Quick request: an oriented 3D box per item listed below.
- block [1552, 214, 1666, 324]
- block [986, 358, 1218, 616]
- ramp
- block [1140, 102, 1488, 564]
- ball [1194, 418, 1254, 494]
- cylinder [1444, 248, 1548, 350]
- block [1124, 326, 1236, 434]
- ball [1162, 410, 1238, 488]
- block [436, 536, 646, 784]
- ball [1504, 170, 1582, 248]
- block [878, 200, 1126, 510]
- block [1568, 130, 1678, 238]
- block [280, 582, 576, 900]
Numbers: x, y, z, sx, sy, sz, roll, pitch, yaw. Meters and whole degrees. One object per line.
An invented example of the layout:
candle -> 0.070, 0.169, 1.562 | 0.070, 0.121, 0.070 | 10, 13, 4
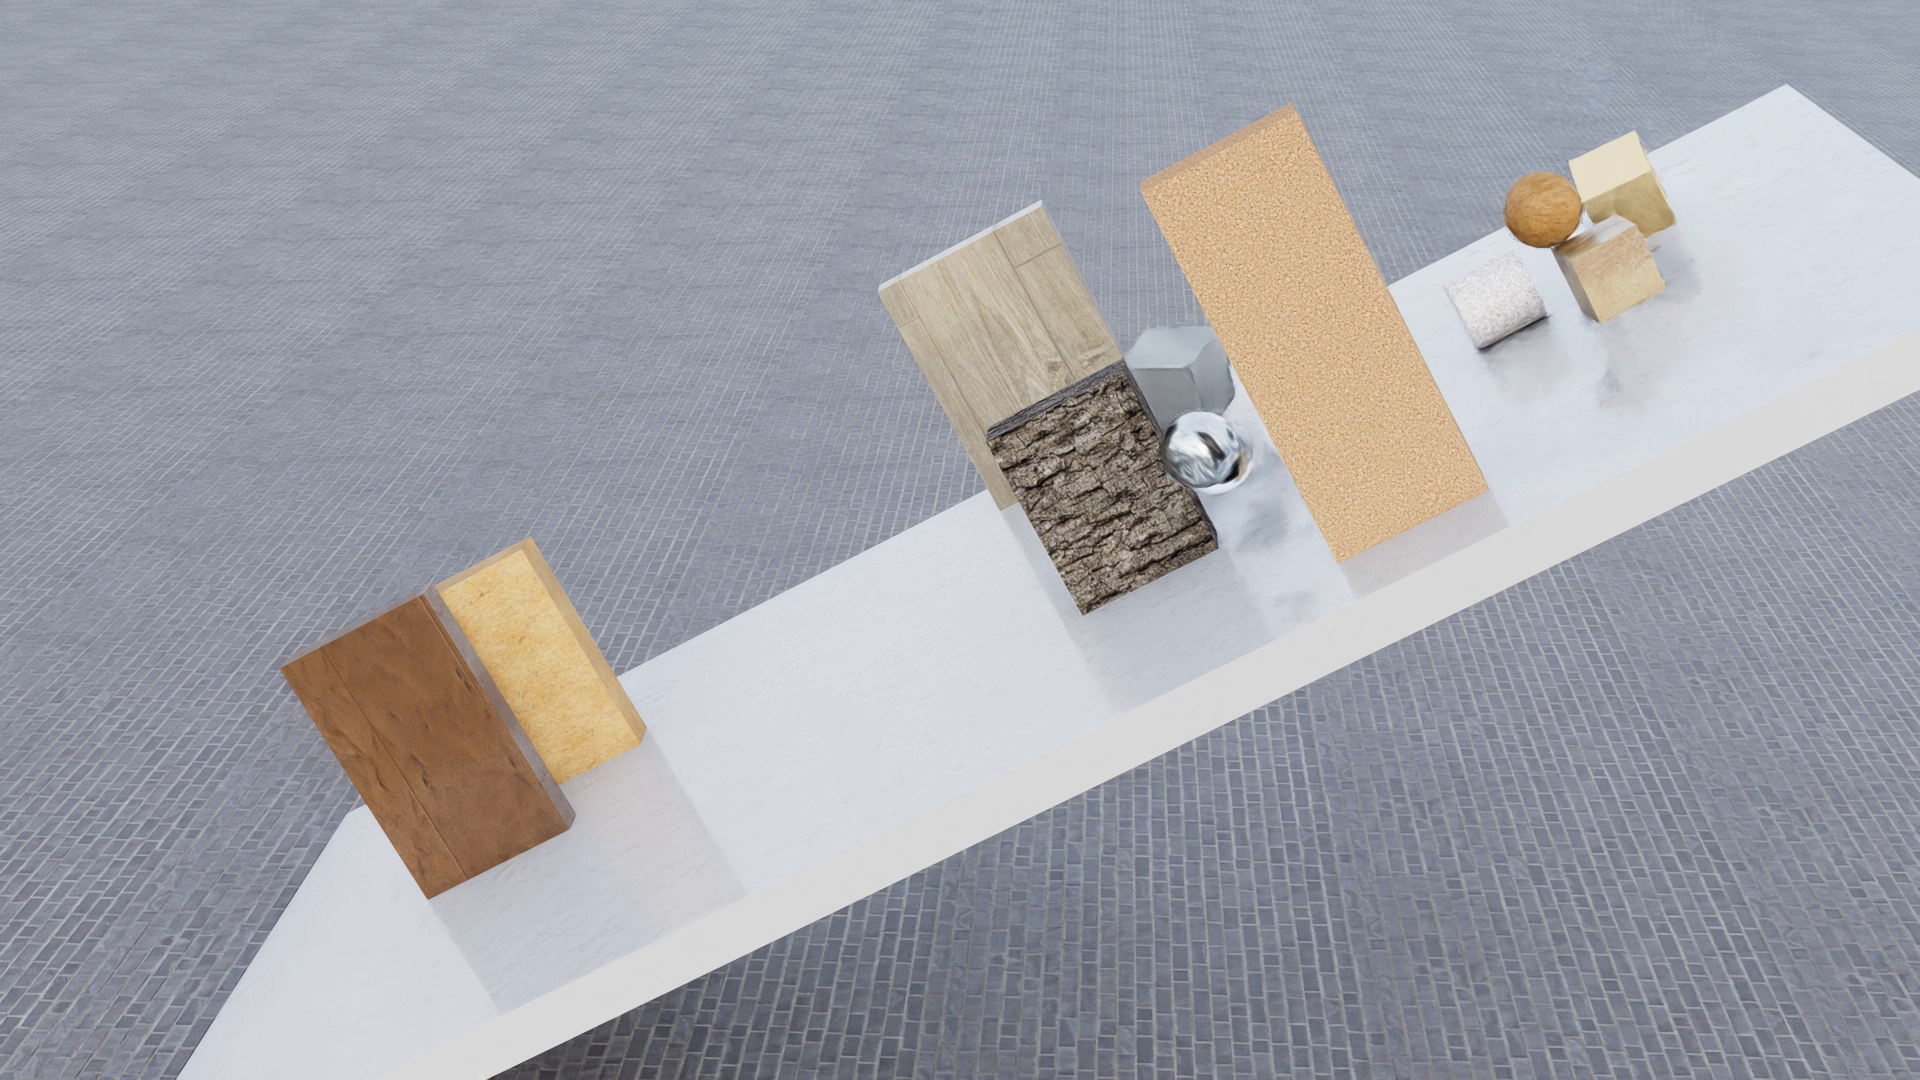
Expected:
block -> 1.313, -0.549, 5.954 | 0.149, 0.149, 0.149 | -29, 14, 4
block -> 0.286, -0.105, 5.894 | 0.306, 0.409, 0.115 | -27, 14, 11
ramp -> 0.141, 0.167, 6.282 | 4.000, 0.100, 2.000 | -27, 14, 11
block -> 0.645, -0.370, 5.339 | 0.306, 0.782, 0.110 | -27, 14, 11
ball -> 0.534, -0.176, 6.163 | 0.162, 0.162, 0.162 | 0, 18, 0
cylinder -> 1.120, -0.504, 6.154 | 0.160, 0.160, 0.160 | -28, 16, 8
block -> 0.491, -0.357, 6.639 | 0.180, 0.180, 0.180 | 0, 34, 29
ball -> 0.470, -0.177, 5.760 | 0.152, 0.152, 0.152 | 0, 18, 0
block -> -0.978, 0.290, 6.764 | 0.274, 0.529, 0.105 | -27, 14, 11
ball -> 1.194, -0.676, 6.021 | 0.158, 0.158, 0.158 | 0, 18, 0
block -> 0.143, -0.430, 6.914 | 0.432, 0.602, 0.081 | -27, 14, 11
block -> 1.422, -0.746, 6.314 | 0.156, 0.156, 0.156 | -25, 37, 18
block -> -1.156, 0.442, 6.415 | 0.368, 0.612, 0.083 | -27, 14, 11
